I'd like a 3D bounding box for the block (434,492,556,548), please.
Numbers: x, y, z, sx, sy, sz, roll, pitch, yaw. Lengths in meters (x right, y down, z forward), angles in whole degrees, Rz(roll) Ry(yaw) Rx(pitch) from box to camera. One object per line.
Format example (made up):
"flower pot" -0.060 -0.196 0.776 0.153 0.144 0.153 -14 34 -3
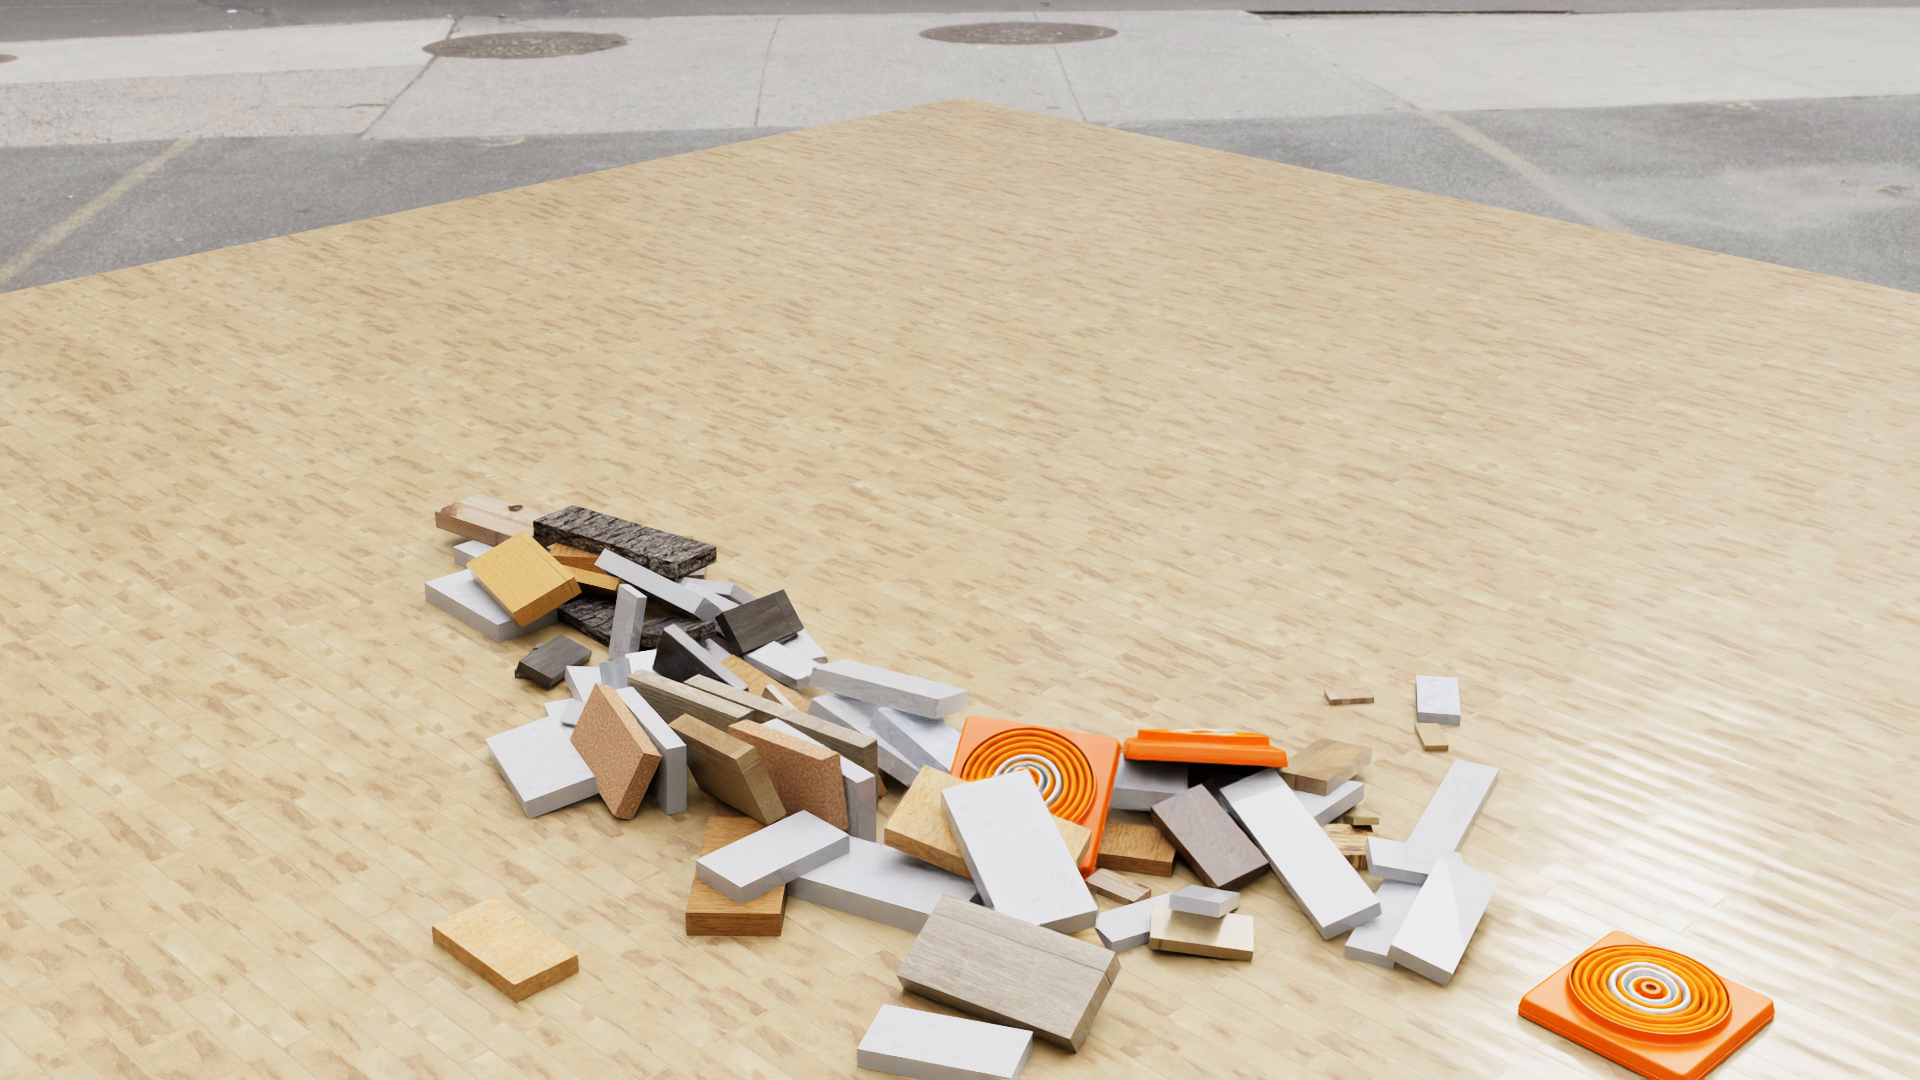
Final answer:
"block" -1.183 -0.041 5.681 0.326 0.046 0.163 16 28 33

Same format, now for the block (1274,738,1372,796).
"block" 0.747 0.465 4.523 0.117 0.033 0.234 9 17 31

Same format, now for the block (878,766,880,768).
"block" -0.212 0.427 4.651 0.075 0.021 0.150 -22 47 -28

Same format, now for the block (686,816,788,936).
"block" -0.413 0.638 4.195 0.174 0.049 0.347 0 23 1

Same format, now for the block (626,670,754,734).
"block" -0.567 0.393 4.630 0.319 0.159 0.045 16 28 33

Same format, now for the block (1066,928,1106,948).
"block" 0.134 0.738 3.979 0.234 0.033 0.117 -6 24 -14

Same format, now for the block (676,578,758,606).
"block" -0.584 0.130 5.286 0.207 0.029 0.103 5 -22 42

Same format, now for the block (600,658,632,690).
"block" -0.752 0.319 4.828 0.067 0.019 0.133 -10 45 -8

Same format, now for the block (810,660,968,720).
"block" -0.150 0.314 4.651 0.299 0.042 0.149 13 9 24

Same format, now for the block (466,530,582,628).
"block" -1.053 0.091 5.296 0.166 0.047 0.332 -32 34 -18

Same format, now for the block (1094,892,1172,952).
"block" 0.337 0.707 4.061 0.186 0.026 0.093 -11 26 -25

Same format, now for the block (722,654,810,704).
"block" -0.457 0.341 4.847 0.237 0.034 0.118 29 36 28

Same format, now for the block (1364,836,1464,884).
"block" 0.867 0.616 4.185 0.183 0.026 0.091 10 28 -2

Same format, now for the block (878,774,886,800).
"block" -0.226 0.481 4.528 0.150 0.075 0.021 16 53 33

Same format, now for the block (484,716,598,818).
"block" -0.872 0.469 4.573 0.149 0.042 0.298 -19 29 -20

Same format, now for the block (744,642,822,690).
"block" -0.394 0.283 4.962 0.177 0.025 0.089 22 32 39

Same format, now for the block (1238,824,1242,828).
"block" 0.615 0.557 4.426 0.058 0.017 0.117 16 27 33

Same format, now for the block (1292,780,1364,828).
"block" 0.703 0.527 4.417 0.121 0.034 0.242 10 18 34

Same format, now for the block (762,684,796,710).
"block" -0.378 0.377 4.723 0.131 0.066 0.019 43 42 21

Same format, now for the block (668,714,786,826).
"block" -0.469 0.456 4.398 0.045 0.158 0.317 -33 24 -24

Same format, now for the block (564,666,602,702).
"block" -0.806 0.339 4.896 0.105 0.030 0.210 4 20 -24

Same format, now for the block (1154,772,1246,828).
"block" 0.508 0.538 4.423 0.121 0.034 0.242 6 22 37

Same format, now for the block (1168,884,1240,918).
"block" 0.452 0.666 4.059 0.093 0.026 0.186 7 -1 18

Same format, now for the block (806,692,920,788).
"block" -0.162 0.413 4.585 0.299 0.042 0.149 32 21 25

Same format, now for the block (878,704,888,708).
"block" -0.208 0.365 4.874 0.074 0.021 0.148 17 28 34

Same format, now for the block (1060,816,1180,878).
"block" 0.304 0.599 4.304 0.242 0.034 0.121 6 24 13

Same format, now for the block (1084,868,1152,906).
"block" 0.299 0.662 4.180 0.117 0.017 0.058 18 29 36

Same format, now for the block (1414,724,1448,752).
"block" 1.016 0.425 4.741 0.050 0.014 0.101 -1 23 -2

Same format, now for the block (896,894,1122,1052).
"block" 0.083 0.750 3.828 0.352 0.050 0.176 14 56 30

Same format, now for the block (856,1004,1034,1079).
"block" -0.024 0.856 3.695 0.267 0.038 0.134 7 24 16

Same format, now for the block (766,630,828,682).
"block" -0.427 0.243 5.135 0.143 0.040 0.285 -10 25 -22

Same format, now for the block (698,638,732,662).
"block" -0.555 0.298 4.959 0.118 0.034 0.237 -21 42 -40

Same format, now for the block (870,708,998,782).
"block" -0.034 0.440 4.524 0.299 0.042 0.149 37 24 34

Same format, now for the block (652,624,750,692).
"block" -0.568 0.300 4.802 0.237 0.118 0.034 37 39 22

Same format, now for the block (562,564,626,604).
"block" -0.896 0.110 5.363 0.228 0.032 0.114 12 -19 29

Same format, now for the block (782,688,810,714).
"block" -0.343 0.381 4.771 0.131 0.019 0.066 38 40 21
